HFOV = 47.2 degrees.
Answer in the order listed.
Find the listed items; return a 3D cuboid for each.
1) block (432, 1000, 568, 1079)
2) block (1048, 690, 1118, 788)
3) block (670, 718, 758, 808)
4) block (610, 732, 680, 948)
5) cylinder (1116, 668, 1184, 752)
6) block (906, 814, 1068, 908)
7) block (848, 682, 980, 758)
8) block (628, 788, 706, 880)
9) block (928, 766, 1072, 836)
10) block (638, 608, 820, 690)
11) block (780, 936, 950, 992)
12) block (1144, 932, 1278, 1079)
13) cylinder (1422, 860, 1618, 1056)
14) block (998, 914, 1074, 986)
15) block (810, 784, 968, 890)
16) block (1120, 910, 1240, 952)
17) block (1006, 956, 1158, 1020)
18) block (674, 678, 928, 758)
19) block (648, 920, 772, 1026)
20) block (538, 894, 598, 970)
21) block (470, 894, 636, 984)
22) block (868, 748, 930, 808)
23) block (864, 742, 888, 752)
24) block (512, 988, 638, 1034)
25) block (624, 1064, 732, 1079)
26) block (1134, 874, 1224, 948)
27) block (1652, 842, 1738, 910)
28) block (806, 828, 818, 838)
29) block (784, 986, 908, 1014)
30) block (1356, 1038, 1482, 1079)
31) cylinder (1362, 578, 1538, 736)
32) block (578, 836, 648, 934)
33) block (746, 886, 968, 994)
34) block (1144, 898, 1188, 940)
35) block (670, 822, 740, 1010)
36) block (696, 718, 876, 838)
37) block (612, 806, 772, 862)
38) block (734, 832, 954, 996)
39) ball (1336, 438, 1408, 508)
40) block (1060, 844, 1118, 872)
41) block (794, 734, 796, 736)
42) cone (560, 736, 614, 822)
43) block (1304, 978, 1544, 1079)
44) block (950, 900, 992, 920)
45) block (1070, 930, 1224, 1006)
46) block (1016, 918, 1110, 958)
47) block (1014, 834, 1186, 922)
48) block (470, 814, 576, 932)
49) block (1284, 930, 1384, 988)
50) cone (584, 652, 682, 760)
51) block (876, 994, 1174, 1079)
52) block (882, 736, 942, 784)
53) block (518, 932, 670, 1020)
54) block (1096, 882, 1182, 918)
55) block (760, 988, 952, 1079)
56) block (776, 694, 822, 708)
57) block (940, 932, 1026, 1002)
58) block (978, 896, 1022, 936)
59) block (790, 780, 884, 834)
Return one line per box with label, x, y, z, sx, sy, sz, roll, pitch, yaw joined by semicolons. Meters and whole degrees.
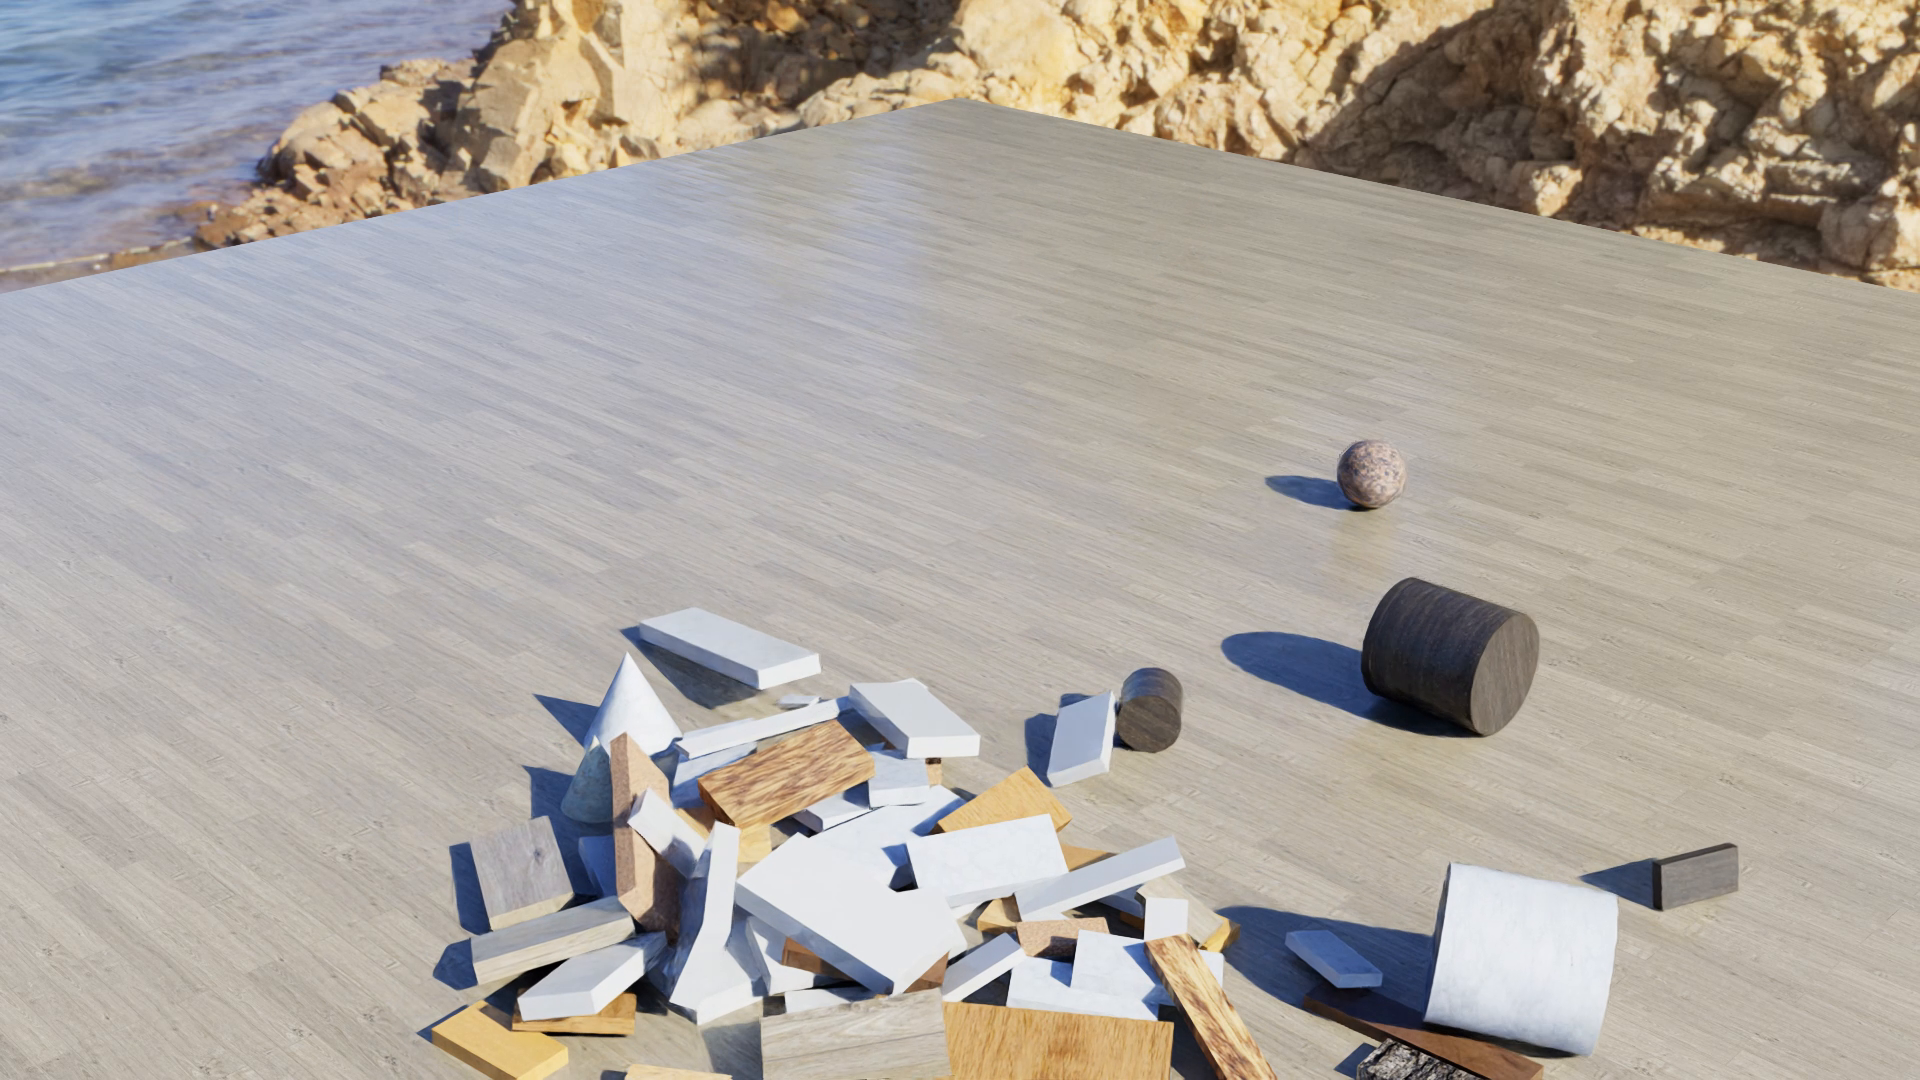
block;-0.777;0.853;3.710;0.219;0.031;0.109;17;28;35
block;0.259;0.418;4.627;0.124;0.035;0.247;-21;24;20
block;-0.506;0.472;4.547;0.152;0.043;0.304;-13;23;4
block;-0.597;0.558;4.160;0.040;0.141;0.562;-34;26;6
cylinder;0.409;0.364;4.728;0.136;0.136;0.136;3;23;7
block;0.050;0.606;4.131;0.281;0.040;0.140;-9;47;-10
block;-0.101;0.379;4.663;0.158;0.045;0.356;0;14;-23
block;-0.520;0.577;4.130;0.034;0.238;0.119;-42;11;10
block;0.082;0.557;4.294;0.140;0.040;0.281;48;43;15
block;-0.532;0.242;5.005;0.152;0.043;0.575;-14;17;-32
block;-0.160;0.712;3.852;0.281;0.040;0.140;12;34;3
block;0.433;0.820;3.684;0.082;0.023;0.425;-8;36;-20
cylinder;0.944;0.705;3.719;0.274;0.274;0.274;10;25;11
block;0.136;0.740;3.980;0.201;0.028;0.100;-19;29;-37
block;-0.108;0.585;4.272;0.351;0.050;0.175;-17;33;-42
block;0.406;0.706;4.061;0.202;0.029;0.101;20;30;39
block;0.215;0.791;3.812;0.258;0.036;0.129;9;24;4
block;-0.328;0.377;4.715;0.047;0.013;0.696;30;28;36
block;-0.368;0.749;3.934;0.337;0.048;0.168;-16;28;-34
block;-0.704;0.717;4.033;0.102;0.029;0.203;1;23;3
block;-0.725;0.708;3.917;0.282;0.040;0.141;-15;12;-11
block;-0.127;0.478;4.449;0.119;0.034;0.238;-5;14;-3
block;-0.201;0.453;4.625;0.094;0.013;0.047;-16;24;22
block;-0.659;0.808;3.771;0.203;0.029;0.102;4;13;-7
block;-0.486;0.953;3.454;0.168;0.048;0.337;4;23;10
block;0.399;0.673;4.002;0.150;0.021;0.075;38;47;24
block;1.387;0.634;4.147;0.179;0.090;0.025;-9;13;-21
block;-0.269;0.610;4.287;0.100;0.028;0.201;10;25;21
block;-0.169;0.820;3.781;0.257;0.036;0.129;-3;23;-6
block;0.767;0.893;3.619;0.202;0.029;0.101;18;29;36
cylinder;1.072;0.253;4.813;0.275;0.275;0.275;21;31;40
block;-0.633;0.644;4.123;0.102;0.029;0.252;1;31;-28
block;-0.185;0.711;3.921;0.365;0.043;0.151;-5;37;-22
block;0.368;0.716;3.937;0.075;0.021;0.150;3;59;6
block;-0.447;0.655;3.870;0.048;0.168;0.337;20;21;-11
block;-0.345;0.473;4.377;0.316;0.045;0.158;-22;39;-25
block;-0.529;0.584;4.330;0.304;0.043;0.152;-3;23;-7
block;-0.204;0.655;3.844;0.351;0.050;0.176;28;38;24
ball;1.114;-0.180;5.944;0.188;0.188;0.188;0;23;0
block;0.206;0.621;4.203;0.201;0.028;0.100;3;19;42
block;-0.341;0.483;4.580;0.119;0.034;0.238;8;24;19
cone;-0.736;0.465;4.463;0.157;0.157;0.157;0;23;0
block;0.783;0.844;3.740;0.409;0.025;0.090;19;29;37
block;-0.023;0.681;4.126;0.157;0.022;0.079;-20;30;-39
block;0.328;0.752;3.839;0.257;0.036;0.129;9;25;4
block;0.187;0.717;3.968;0.164;0.023;0.082;-2;23;-6
block;0.257;0.628;4.061;0.315;0.022;0.079;-20;25;2
block;-0.829;0.633;4.163;0.158;0.045;0.316;-16;24;-13
block;0.666;0.747;3.923;0.090;0.025;0.179;3;14;-24
cone;-0.706;0.333;4.704;0.212;0.212;0.212;0;23;0
block;0.094;0.856;3.624;0.501;0.050;0.175;4;38;8
block;-0.104;0.443;4.672;0.124;0.035;0.248;-1;23;-2
block;-0.628;0.749;3.790;0.141;0.040;0.282;-10;8;20
block;0.314;0.653;4.121;0.101;0.029;0.202;-18;16;-31
block;-0.172;0.829;3.602;0.302;0.043;0.151;-9;37;-1
block;-0.357;0.358;4.871;0.094;0.013;0.047;-1;18;36
block;0.030;0.754;3.859;0.164;0.023;0.082;-30;18;-12
block;0.100;0.688;4.110;0.079;0.022;0.157;10;25;22
block;-0.206;0.531;4.411;0.248;0.035;0.124;-9;20;-36
